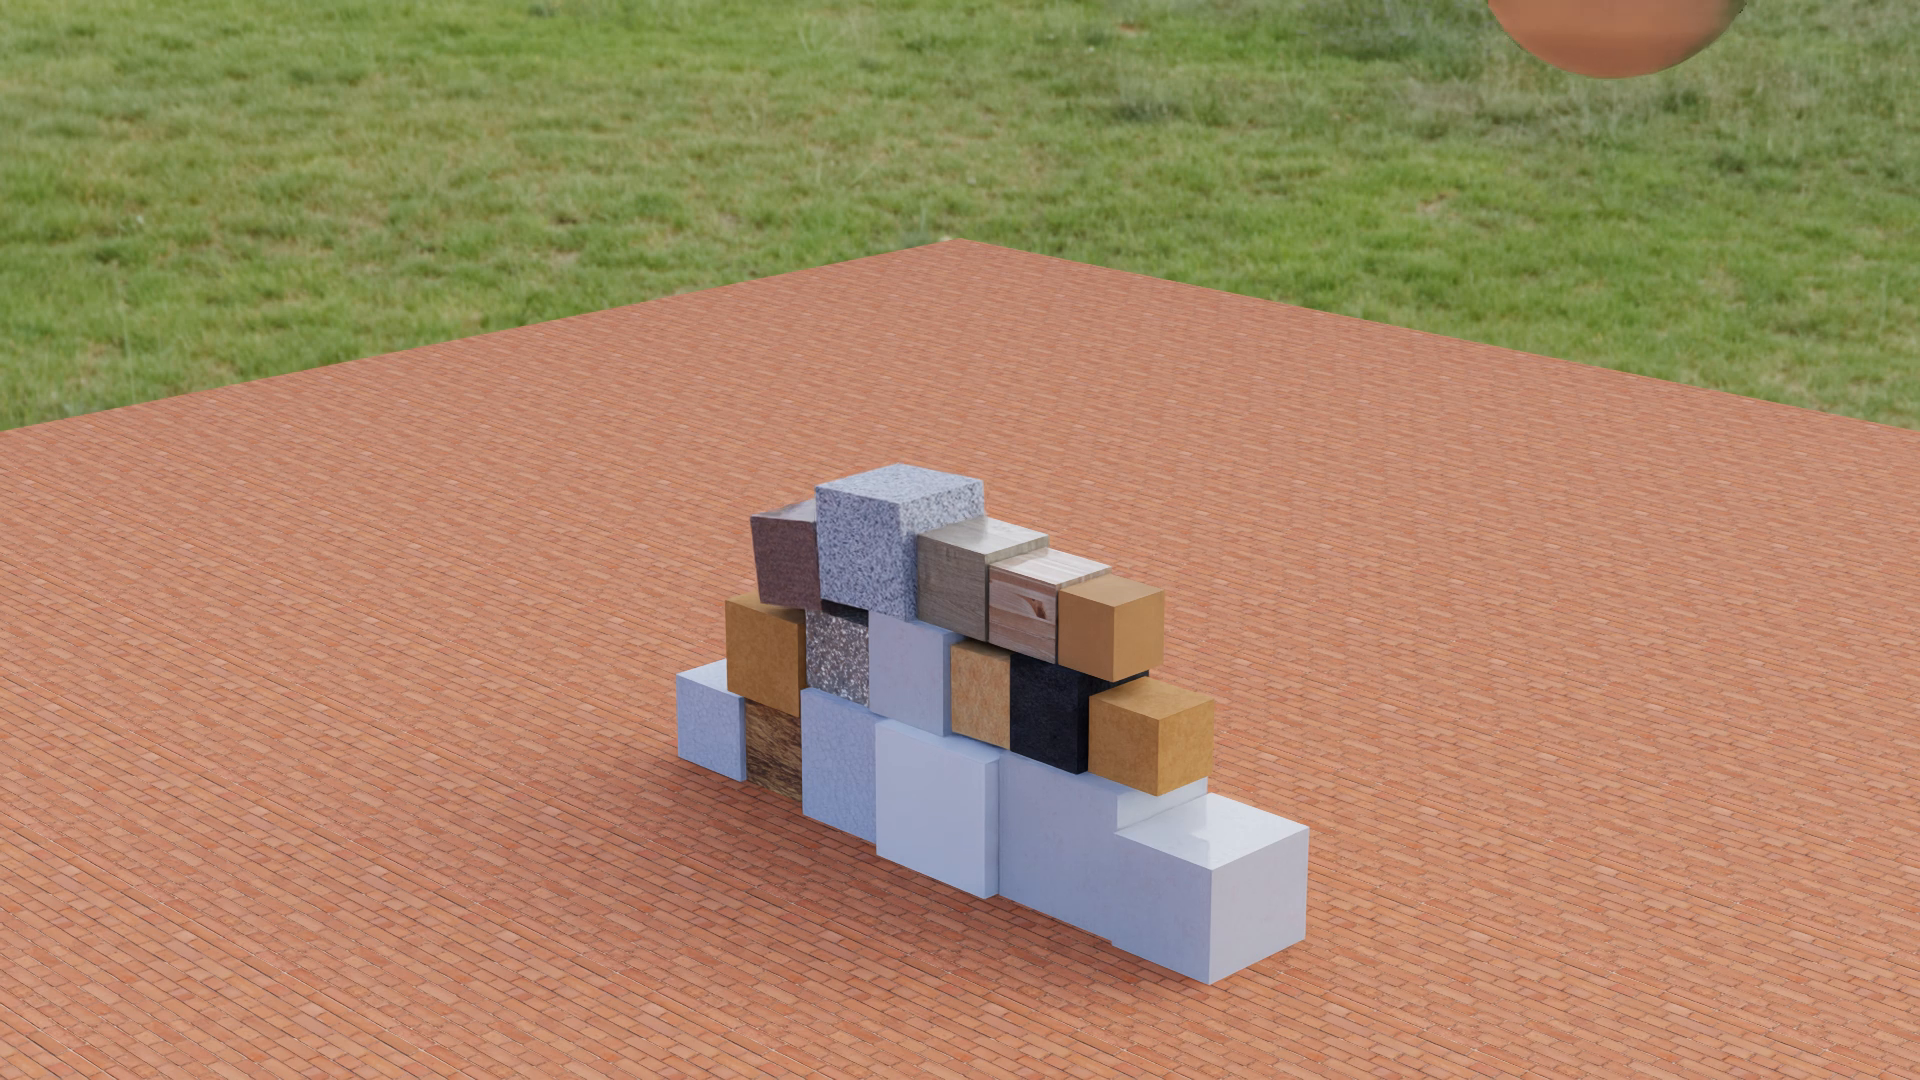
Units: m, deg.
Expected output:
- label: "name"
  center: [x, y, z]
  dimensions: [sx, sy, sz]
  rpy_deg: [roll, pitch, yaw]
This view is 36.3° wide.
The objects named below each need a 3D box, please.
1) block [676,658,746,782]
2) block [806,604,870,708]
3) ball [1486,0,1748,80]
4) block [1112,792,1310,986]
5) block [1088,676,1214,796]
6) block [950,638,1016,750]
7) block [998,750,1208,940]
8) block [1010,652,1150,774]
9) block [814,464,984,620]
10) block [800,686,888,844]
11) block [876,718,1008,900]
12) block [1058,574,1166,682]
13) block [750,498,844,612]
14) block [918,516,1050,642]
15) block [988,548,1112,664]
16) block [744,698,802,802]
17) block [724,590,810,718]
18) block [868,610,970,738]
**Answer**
- label: "block"
  center: [-1.106, 0.891, 14.770]
  dimensions: [0.426, 0.443, 0.481]
  rpy_deg: [-17, 24, -42]
- label: "block"
  center: [-0.404, 0.508, 13.943]
  dimensions: [0.442, 0.396, 0.489]
  rpy_deg: [-17, 24, -42]
- label: "ball"
  center: [3.610, -3.335, 16.077]
  dimensions: [1.600, 1.600, 1.600]
  rpy_deg: [0, 17, 0]
- label: "block"
  center: [1.083, 1.499, 12.693]
  dimensions: [0.647, 0.528, 0.552]
  rpy_deg: [-17, 24, -42]
- label: "block"
  center: [0.831, 0.850, 12.759]
  dimensions: [0.365, 0.352, 0.402]
  rpy_deg: [-17, 24, -42]
- label: "block"
  center: [0.235, 0.661, 13.282]
  dimensions: [0.416, 0.410, 0.367]
  rpy_deg: [-17, 22, -42]
- label: "block"
  center: [0.636, 1.286, 13.106]
  dimensions: [0.597, 0.687, 0.707]
  rpy_deg: [-17, 24, -42]
- label: "block"
  center: [0.530, 0.716, 13.015]
  dimensions: [0.465, 0.455, 0.406]
  rpy_deg: [-17, 24, -42]
- label: "block"
  center: [-0.271, -0.001, 13.622]
  dimensions: [0.537, 0.542, 0.569]
  rpy_deg: [-17, 20, -42]
- label: "block"
  center: [-0.354, 1.023, 14.028]
  dimensions: [0.549, 0.637, 0.594]
  rpy_deg: [-17, 24, -42]
- label: "block"
  center: [0.129, 1.150, 13.595]
  dimensions: [0.760, 0.654, 0.707]
  rpy_deg: [-17, 24, -42]
- label: "block"
  center: [0.658, 0.379, 12.755]
  dimensions: [0.327, 0.343, 0.324]
  rpy_deg: [-17, 24, -42]
- label: "block"
  center: [-0.645, 0.057, 14.036]
  dimensions: [0.510, 0.430, 0.444]
  rpy_deg: [-17, 15, -42]
- label: "block"
  center: [0.105, 0.170, 13.293]
  dimensions: [0.415, 0.408, 0.427]
  rpy_deg: [-17, 24, -42]
- label: "block"
  center: [0.400, 0.287, 13.008]
  dimensions: [0.362, 0.367, 0.403]
  rpy_deg: [-17, 24, -42]
- label: "block"
  center: [-0.733, 0.975, 14.443]
  dimensions: [0.414, 0.479, 0.503]
  rpy_deg: [-17, 24, -42]
- label: "block"
  center: [-0.791, 0.520, 14.307]
  dimensions: [0.471, 0.472, 0.525]
  rpy_deg: [-17, 24, -42]
- label: "block"
  center: [-0.071, 0.556, 13.569]
  dimensions: [0.503, 0.495, 0.486]
  rpy_deg: [-17, 24, -42]
